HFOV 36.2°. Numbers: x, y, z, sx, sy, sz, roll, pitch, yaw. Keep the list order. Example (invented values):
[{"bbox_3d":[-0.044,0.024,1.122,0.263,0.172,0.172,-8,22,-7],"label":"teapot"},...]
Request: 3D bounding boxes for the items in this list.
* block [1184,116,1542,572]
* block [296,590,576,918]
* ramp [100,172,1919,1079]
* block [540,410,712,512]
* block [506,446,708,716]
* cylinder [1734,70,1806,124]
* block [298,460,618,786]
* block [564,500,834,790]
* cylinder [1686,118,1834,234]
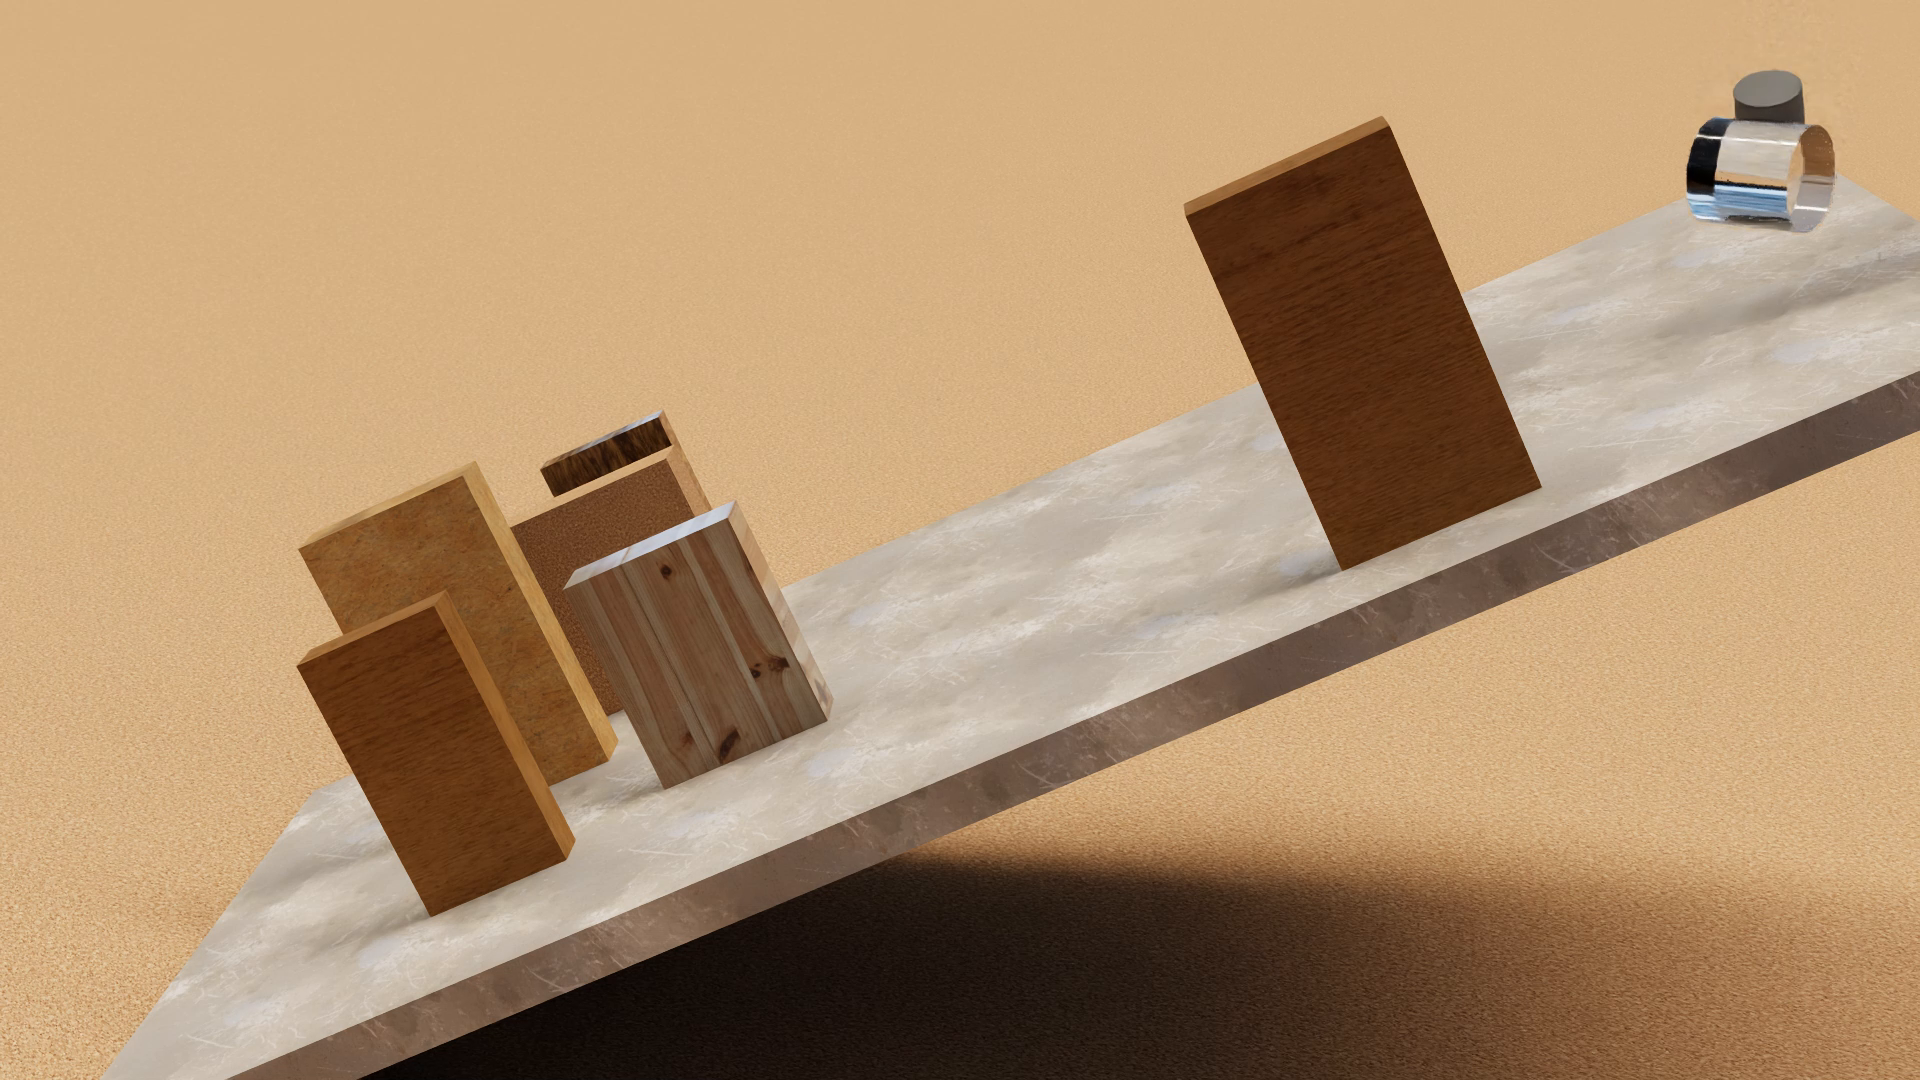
[{"bbox_3d":[0.737,-0.357,5.389,0.394,0.723,0.146,-23,13,9],"label":"block"},{"bbox_3d":[-1.051,0.432,5.927,0.310,0.584,0.112,-23,13,9],"label":"block"},{"bbox_3d":[0.134,0.169,6.283,4.000,0.100,2.000,-23,13,9],"label":"ramp"},{"bbox_3d":[-0.747,0.001,7.132,0.318,0.552,0.082,-23,13,9],"label":"block"},{"bbox_3d":[-0.763,0.103,6.874,0.439,0.502,0.136,-23,13,9],"label":"block"},{"bbox_3d":[1.617,-0.846,5.870,0.133,0.133,0.133,-11,38,9],"label":"cylinder"},{"bbox_3d":[-1.105,0.236,6.517,0.406,0.712,0.137,-23,13,9],"label":"block"},{"bbox_3d":[-0.535,0.217,6.066,0.373,0.472,0.144,-23,13,9],"label":"block"},{"bbox_3d":[1.567,-0.715,5.755,0.210,0.210,0.210,12,20,39],"label":"cylinder"}]
